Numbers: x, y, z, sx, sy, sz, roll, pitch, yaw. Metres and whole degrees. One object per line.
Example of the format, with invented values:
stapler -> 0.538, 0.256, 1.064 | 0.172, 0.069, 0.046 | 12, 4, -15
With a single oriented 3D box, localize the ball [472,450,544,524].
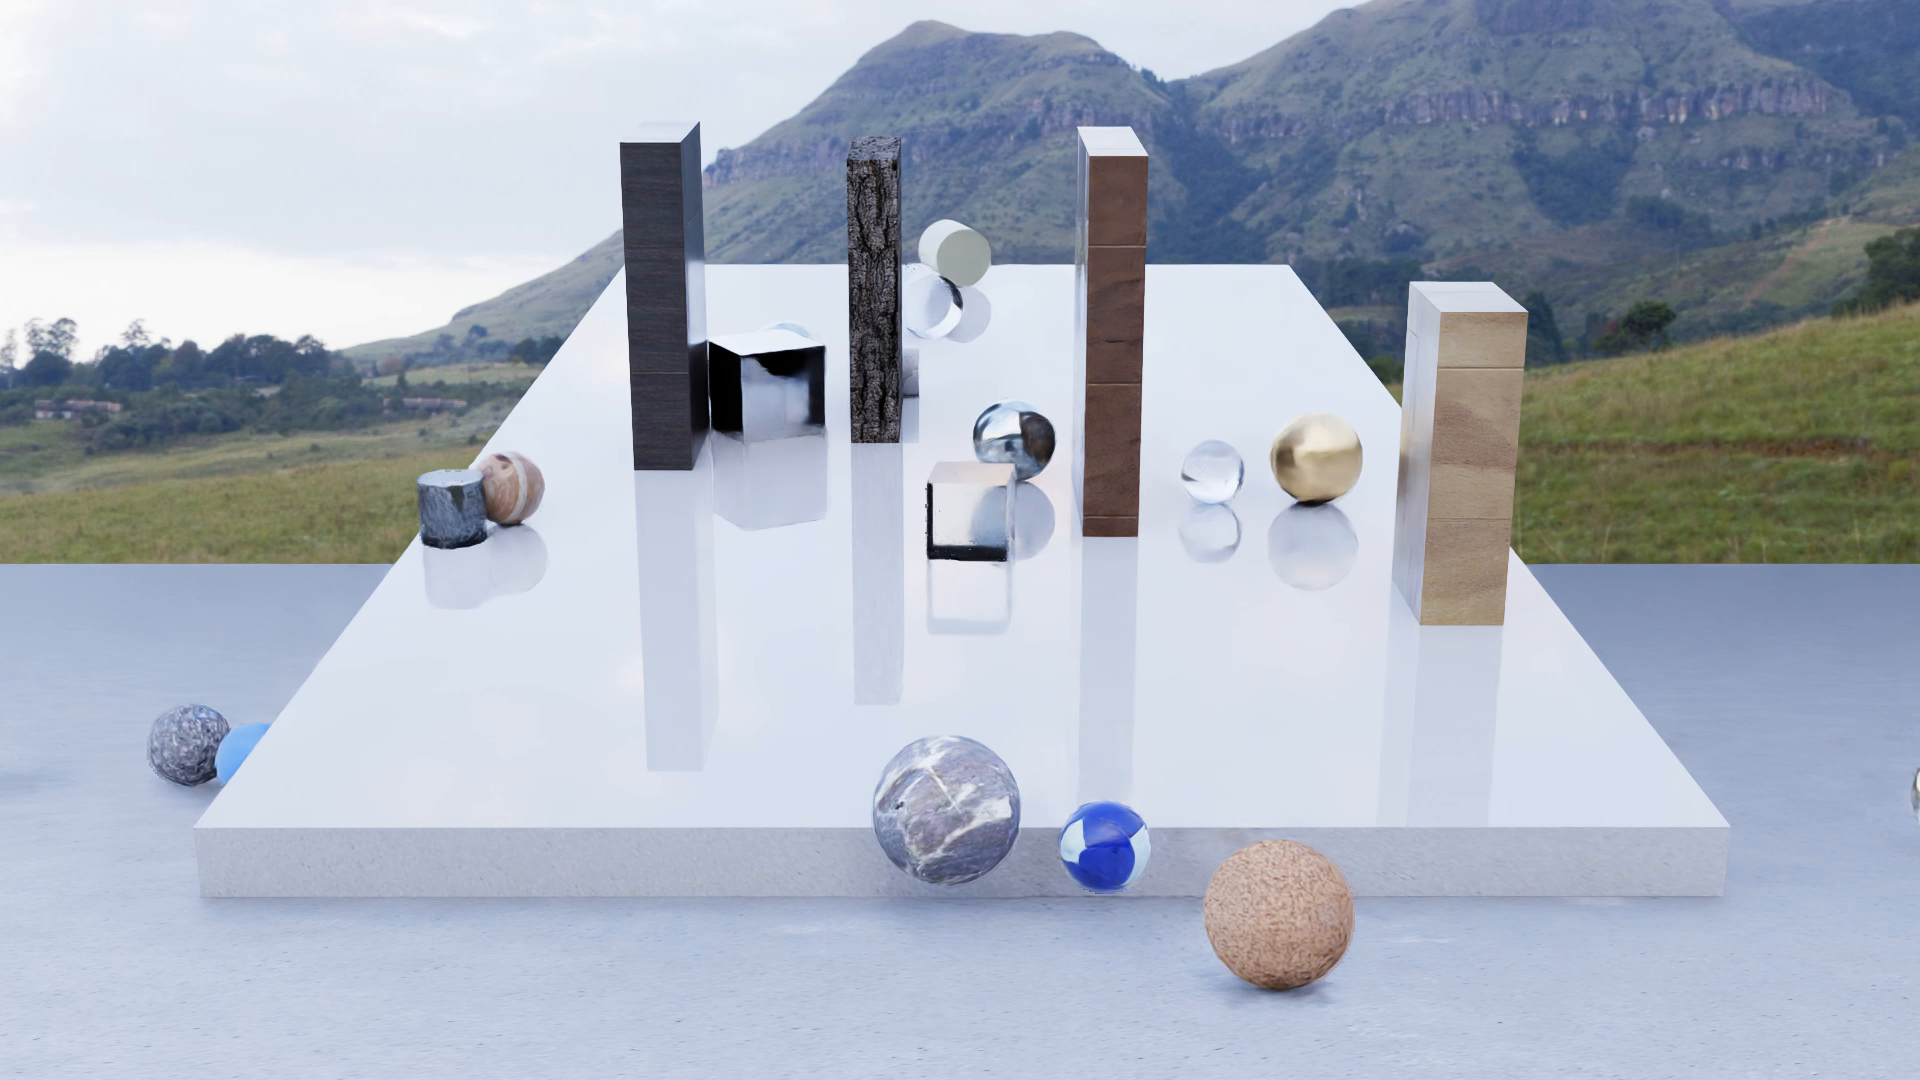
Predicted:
ball -> -0.847, -0.099, 4.161 | 0.141, 0.141, 0.141 | 0, 0, 0

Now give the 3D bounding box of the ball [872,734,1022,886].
ball -> -0.016, 0.332, 2.745 | 0.185, 0.185, 0.185 | 0, 0, 0

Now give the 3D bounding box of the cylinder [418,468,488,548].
cylinder -> -0.926, -0.057, 4.067 | 0.117, 0.117, 0.117 | 0, 17, 0

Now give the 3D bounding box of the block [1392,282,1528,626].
block -> 0.820, -0.146, 3.683 | 0.137, 0.521, 0.247 | 0, 17, 0

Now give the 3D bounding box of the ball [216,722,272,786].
ball -> -1.295, 0.407, 4.100 | 0.143, 0.143, 0.143 | 0, 0, 0

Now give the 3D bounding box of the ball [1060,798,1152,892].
ball -> 0.178, 0.375, 2.741 | 0.113, 0.113, 0.113 | 0, 0, 0

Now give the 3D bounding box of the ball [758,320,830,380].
ball -> -0.392, -0.402, 5.039 | 0.191, 0.191, 0.191 | 0, 0, 0

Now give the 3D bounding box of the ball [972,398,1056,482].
ball -> 0.108, -0.200, 4.437 | 0.169, 0.169, 0.169 | 0, 0, 0

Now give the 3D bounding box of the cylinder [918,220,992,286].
cylinder -> -0.015, -0.830, 6.441 | 0.166, 0.166, 0.166 | 0, 16, -20

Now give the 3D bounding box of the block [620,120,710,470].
block -> -0.603, -0.509, 4.596 | 0.119, 0.662, 0.349 | 0, 17, 0

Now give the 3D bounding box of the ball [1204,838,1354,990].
ball -> 0.330, 0.387, 2.308 | 0.154, 0.154, 0.154 | 0, 0, 0

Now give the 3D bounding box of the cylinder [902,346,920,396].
cylinder -> -0.150, -0.389, 5.128 | 0.114, 0.114, 0.114 | 0, 0, 1

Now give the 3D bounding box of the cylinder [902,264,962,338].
cylinder -> -0.095, -0.619, 5.775 | 0.165, 0.165, 0.165 | 0, 17, -17

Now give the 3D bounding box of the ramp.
ramp -> -0.003, -0.180, 4.822 | 2.000, 0.100, 4.000 | 0, 17, 0

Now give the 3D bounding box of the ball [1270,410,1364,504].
ball -> 0.687, -0.159, 4.295 | 0.179, 0.179, 0.179 | 0, 0, 0

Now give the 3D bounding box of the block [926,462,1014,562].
block -> 0.020, -0.052, 4.012 | 0.143, 0.143, 0.143 | 2, 18, 7

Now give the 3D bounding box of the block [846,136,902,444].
block -> -0.181, -0.547, 4.824 | 0.103, 0.599, 0.371 | 0, 17, 0

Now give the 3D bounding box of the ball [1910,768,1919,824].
ball -> 1.520, 0.387, 3.348 | 0.169, 0.169, 0.169 | 0, 0, 0

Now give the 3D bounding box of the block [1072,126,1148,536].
block -> 0.277, -0.400, 4.194 | 0.103, 0.698, 0.409 | 0, 17, 0

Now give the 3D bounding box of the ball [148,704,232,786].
ball -> -1.506, 0.400, 4.366 | 0.160, 0.160, 0.160 | 0, 0, 0

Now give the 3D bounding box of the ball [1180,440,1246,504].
ball -> 0.487, -0.132, 4.297 | 0.125, 0.125, 0.125 | 0, 0, 0

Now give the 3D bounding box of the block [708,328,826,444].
block -> -0.423, -0.334, 4.819 | 0.194, 0.194, 0.194 | -10, 20, -29
